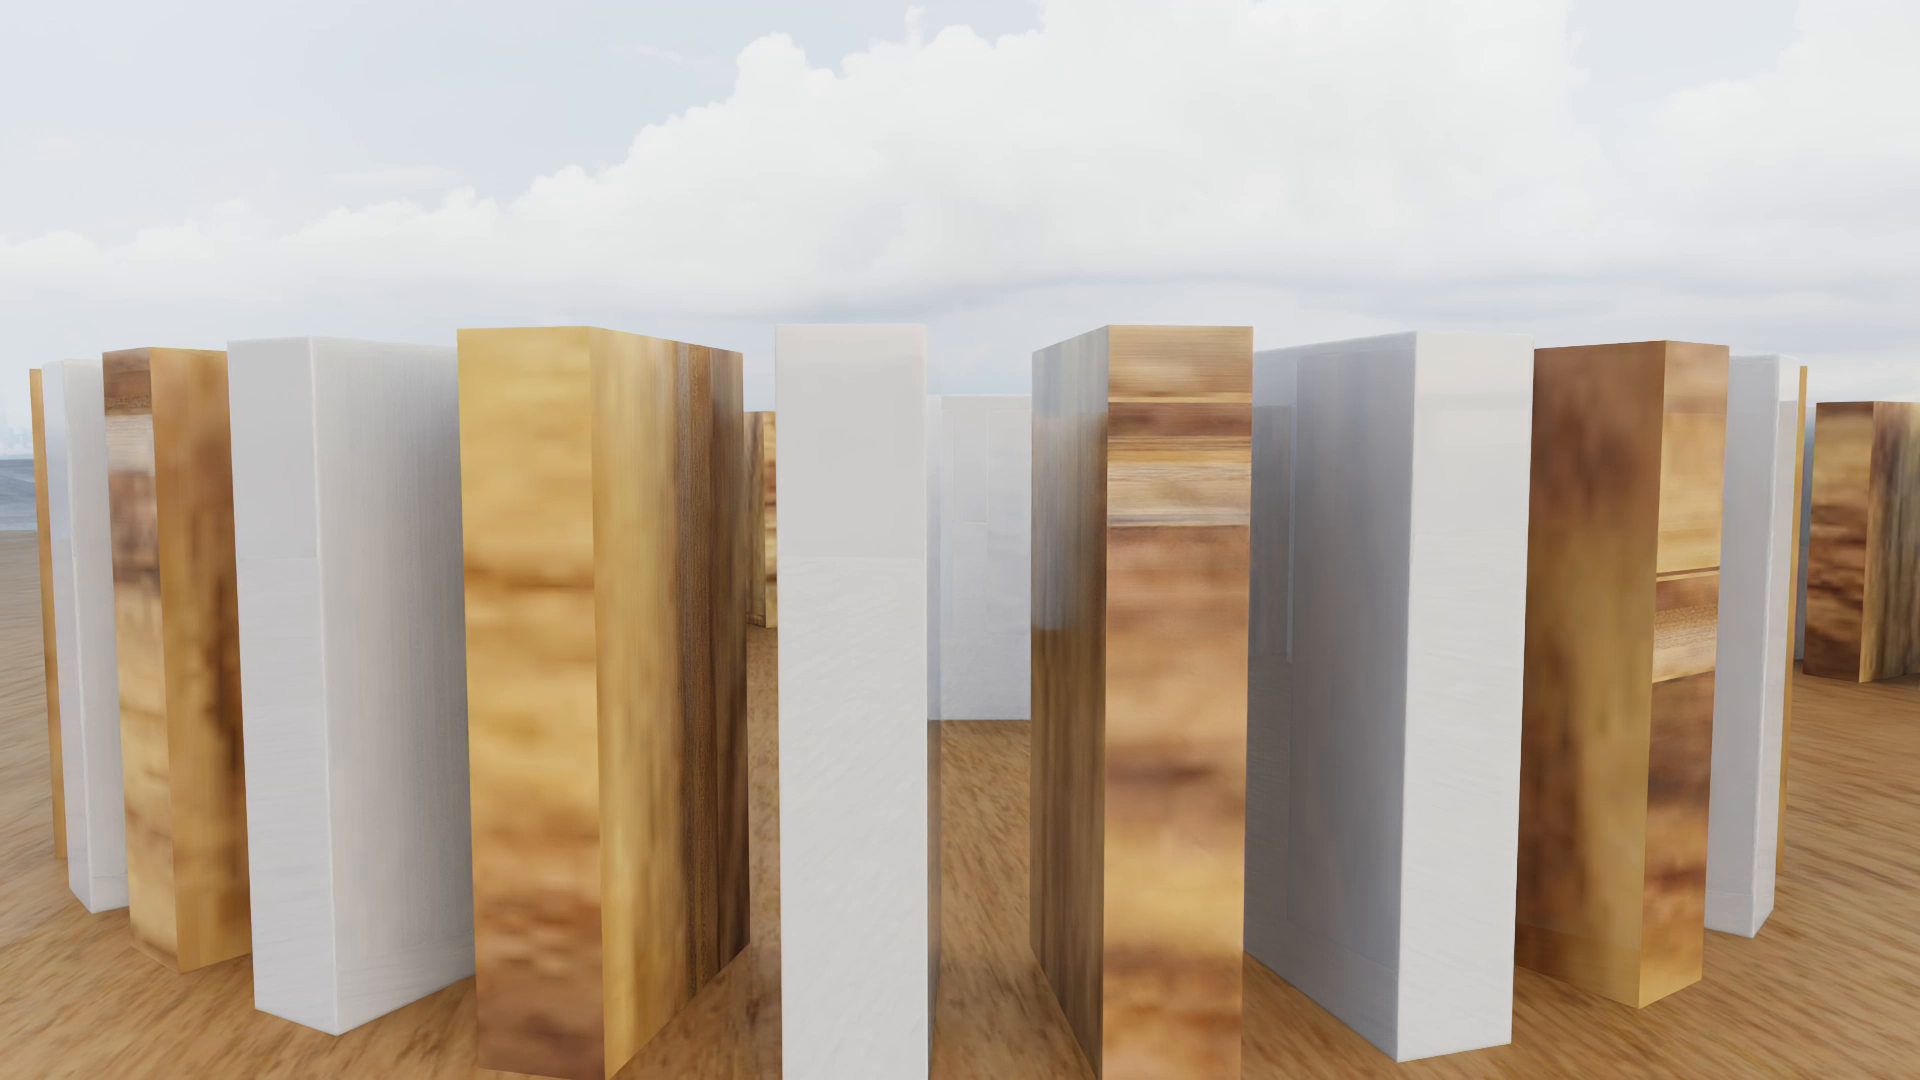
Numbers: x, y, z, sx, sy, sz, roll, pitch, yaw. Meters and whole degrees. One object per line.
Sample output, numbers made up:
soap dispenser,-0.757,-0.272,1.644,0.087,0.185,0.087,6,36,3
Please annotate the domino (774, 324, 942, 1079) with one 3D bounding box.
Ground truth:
domino,-0.007,0.010,0.095,0.009,0.050,0.025,0,4,1

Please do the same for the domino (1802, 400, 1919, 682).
domino,0.169,0.000,0.237,0.025,0.050,0.009,-2,5,-29

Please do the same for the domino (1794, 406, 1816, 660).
domino,0.160,-0.001,0.254,0.025,0.050,0.009,-2,5,-30

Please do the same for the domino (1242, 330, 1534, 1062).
domino,0.031,0.010,0.100,0.010,0.050,0.025,-1,4,-18

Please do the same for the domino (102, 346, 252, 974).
domino,-0.059,0.009,0.114,0.010,0.050,0.025,3,5,37

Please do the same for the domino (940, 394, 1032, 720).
domino,0.000,0.002,0.201,0.025,0.050,0.010,0,4,0

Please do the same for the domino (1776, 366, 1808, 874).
domino,0.073,0.007,0.136,0.025,0.050,0.009,3,5,31

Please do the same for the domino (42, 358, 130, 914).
domino,-0.073,0.008,0.126,0.025,0.050,0.010,-4,6,-45

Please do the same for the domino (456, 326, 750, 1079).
domino,-0.025,0.010,0.097,0.009,0.050,0.025,1,4,13

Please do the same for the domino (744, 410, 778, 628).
domino,-0.049,-0.006,0.308,0.009,0.050,0.025,-3,5,-37

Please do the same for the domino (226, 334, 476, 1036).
domino,-0.043,0.010,0.104,0.010,0.050,0.025,2,5,28

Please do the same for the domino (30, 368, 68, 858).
domino,-0.085,0.007,0.141,0.025,0.050,0.009,-3,5,-36

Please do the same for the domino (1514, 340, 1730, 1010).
domino,0.048,0.009,0.108,0.010,0.050,0.025,-3,5,-34

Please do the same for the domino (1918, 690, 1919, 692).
domino,0.178,0.001,0.220,0.025,0.050,0.009,-2,5,-28

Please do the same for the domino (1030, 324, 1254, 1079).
domino,0.012,0.010,0.096,0.010,0.050,0.025,-1,4,-8

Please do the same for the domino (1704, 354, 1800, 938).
domino,0.062,0.009,0.120,0.025,0.050,0.010,4,6,41
